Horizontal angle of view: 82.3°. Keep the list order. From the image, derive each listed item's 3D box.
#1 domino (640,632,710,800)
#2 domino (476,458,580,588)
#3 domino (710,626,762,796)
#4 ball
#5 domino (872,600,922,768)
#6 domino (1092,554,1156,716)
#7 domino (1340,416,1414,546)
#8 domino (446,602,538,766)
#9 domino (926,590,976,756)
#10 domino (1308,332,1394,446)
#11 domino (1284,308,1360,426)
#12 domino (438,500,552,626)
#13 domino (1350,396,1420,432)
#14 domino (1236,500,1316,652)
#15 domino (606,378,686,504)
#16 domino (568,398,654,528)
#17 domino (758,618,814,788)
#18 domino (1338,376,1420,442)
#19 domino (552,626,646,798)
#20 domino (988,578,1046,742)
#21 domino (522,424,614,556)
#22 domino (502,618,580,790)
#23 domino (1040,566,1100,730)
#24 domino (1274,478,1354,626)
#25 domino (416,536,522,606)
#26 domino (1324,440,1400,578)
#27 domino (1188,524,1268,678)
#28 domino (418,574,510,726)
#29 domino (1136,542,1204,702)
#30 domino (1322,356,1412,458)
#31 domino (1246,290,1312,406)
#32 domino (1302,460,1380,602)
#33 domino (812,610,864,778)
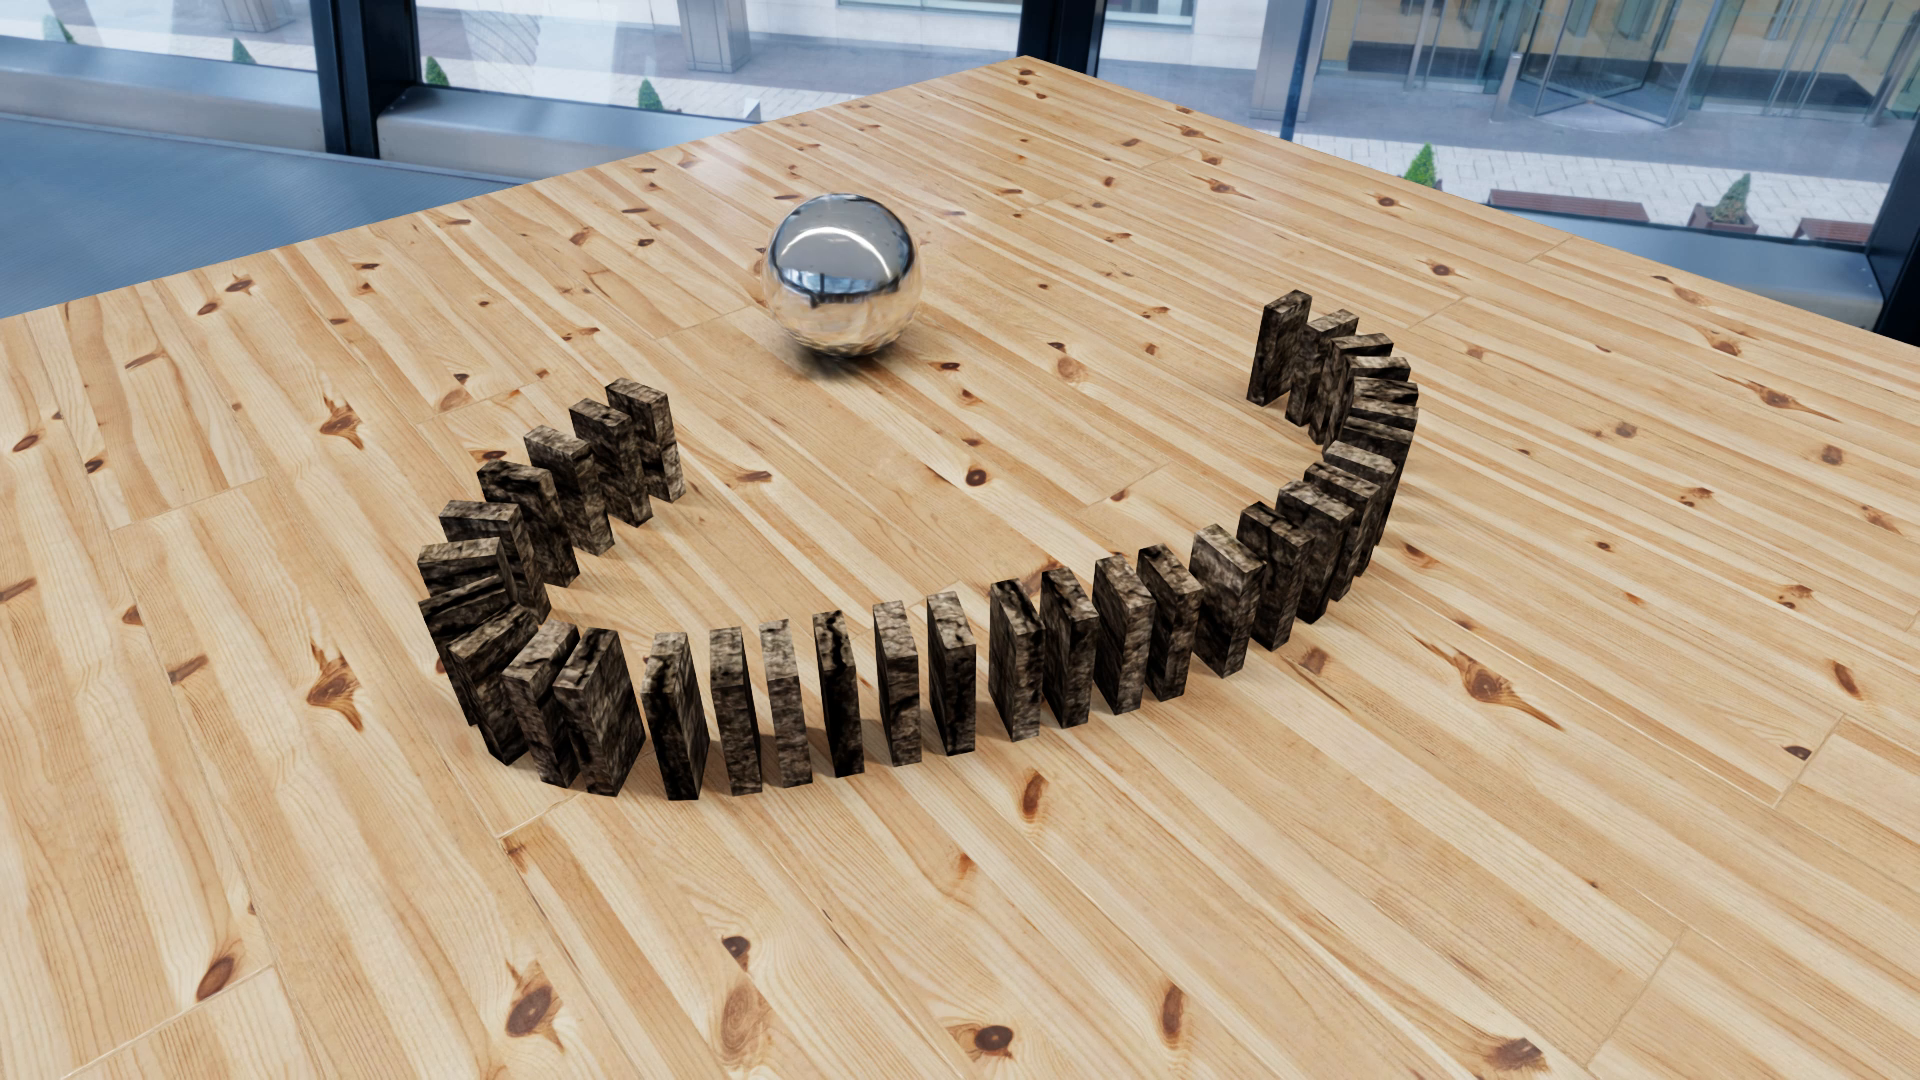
[{"bbox_3d":[-0.088,0.056,0.344,0.009,0.050,0.025,-1,39,-1],"label":"domino"},{"bbox_3d":[-0.164,-0.006,0.419,0.025,0.050,0.009,11,41,14],"label":"domino"},{"bbox_3d":[-0.070,0.054,0.345,0.009,0.050,0.025,-7,40,-8],"label":"domino"},{"bbox_3d":[-0.058,-0.132,0.548,0.080,0.080,0.080,0,39,0],"label":"ball"},{"bbox_3d":[-0.020,0.047,0.354,0.009,0.050,0.025,-9,40,-11],"label":"domino"},{"bbox_3d":[0.054,0.032,0.372,0.009,0.050,0.025,-13,41,-15],"label":"domino"},{"bbox_3d":[0.161,-0.023,0.440,0.025,0.050,0.009,19,43,21],"label":"domino"},{"bbox_3d":[-0.145,0.047,0.354,0.010,0.050,0.025,25,45,27],"label":"domino"},{"bbox_3d":[-0.003,0.044,0.358,0.009,0.050,0.025,-10,40,-12],"label":"domino"},{"bbox_3d":[0.175,-0.067,0.494,0.025,0.050,0.009,-7,40,-9],"label":"domino"},{"bbox_3d":[0.167,-0.079,0.508,0.025,0.050,0.009,-24,45,-26],"label":"domino"},{"bbox_3d":[-0.168,0.009,0.401,0.025,0.050,0.009,4,39,4],"label":"domino"},{"bbox_3d":[0.169,-0.033,0.452,0.025,0.050,0.009,14,41,16],"label":"domino"},{"bbox_3d":[0.110,0.014,0.395,0.009,0.050,0.025,-26,46,-28],"label":"domino"},{"bbox_3d":[-0.132,-0.041,0.462,0.025,0.050,0.010,21,44,23],"label":"domino"},{"bbox_3d":[-0.142,-0.031,0.449,0.025,0.050,0.010,22,44,25],"label":"domino"},{"bbox_3d":[-0.055,0.052,0.348,0.010,0.050,0.025,-9,40,-11],"label":"domino"},{"bbox_3d":[0.174,-0.044,0.465,0.025,0.050,0.010,8,40,10],"label":"domino"},{"bbox_3d":[-0.112,0.054,0.345,0.010,0.050,0.025,6,40,7],"label":"domino"},{"bbox_3d":[0.018,0.040,0.363,0.009,0.050,0.025,-11,41,-14],"label":"domino"},{"bbox_3d":[-0.154,-0.019,0.435,0.025,0.050,0.010,20,43,23],"label":"domino"},{"bbox_3d":[-0.127,0.052,0.348,0.010,0.050,0.025,11,41,14],"label":"domino"},{"bbox_3d":[0.035,0.036,0.367,0.009,0.050,0.025,-12,41,-14],"label":"domino"},{"bbox_3d":[0.127,0.005,0.406,0.010,0.050,0.025,-30,48,-31],"label":"domino"},{"bbox_3d":[-0.168,0.023,0.384,0.025,0.050,0.009,-7,40,-8],"label":"domino"},{"bbox_3d":[0.150,-0.012,0.426,0.025,0.050,0.009,25,45,27],"label":"domino"},{"bbox_3d":[0.091,0.022,0.385,0.009,0.050,0.025,-21,44,-24],"label":"domino"},{"bbox_3d":[-0.159,0.037,0.366,0.025,0.050,0.010,-22,44,-25],"label":"domino"},{"bbox_3d":[0.069,0.029,0.376,0.009,0.050,0.025,-15,42,-17],"label":"domino"},{"bbox_3d":[0.176,-0.056,0.479,0.025,0.050,0.009,1,39,1],"label":"domino"},{"bbox_3d":[0.151,-0.091,0.522,0.025,0.050,0.010,-30,48,-32],"label":"domino"},{"bbox_3d":[0.139,-0.003,0.415,0.025,0.050,0.010,30,48,32],"label":"domino"},{"bbox_3d":[-0.039,0.050,0.351,0.010,0.050,0.025,-9,40,-11],"label":"domino"}]
